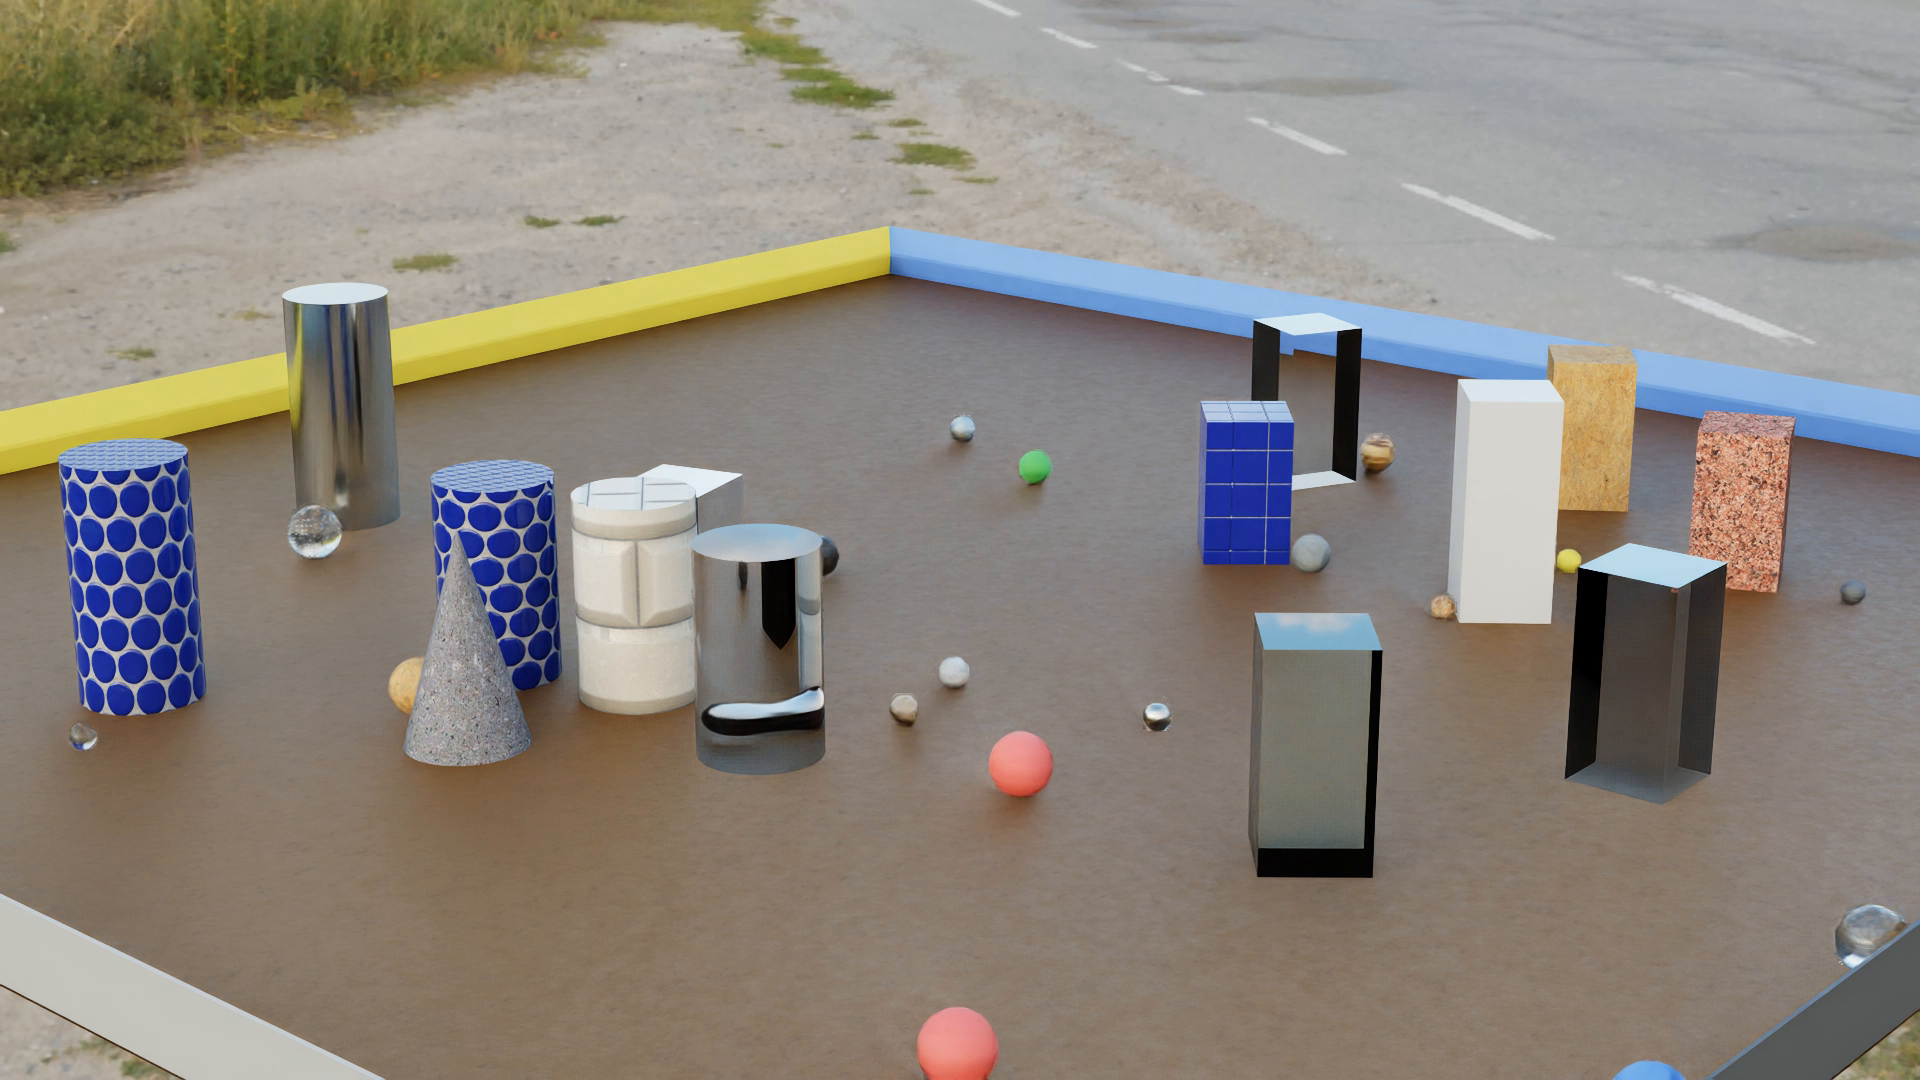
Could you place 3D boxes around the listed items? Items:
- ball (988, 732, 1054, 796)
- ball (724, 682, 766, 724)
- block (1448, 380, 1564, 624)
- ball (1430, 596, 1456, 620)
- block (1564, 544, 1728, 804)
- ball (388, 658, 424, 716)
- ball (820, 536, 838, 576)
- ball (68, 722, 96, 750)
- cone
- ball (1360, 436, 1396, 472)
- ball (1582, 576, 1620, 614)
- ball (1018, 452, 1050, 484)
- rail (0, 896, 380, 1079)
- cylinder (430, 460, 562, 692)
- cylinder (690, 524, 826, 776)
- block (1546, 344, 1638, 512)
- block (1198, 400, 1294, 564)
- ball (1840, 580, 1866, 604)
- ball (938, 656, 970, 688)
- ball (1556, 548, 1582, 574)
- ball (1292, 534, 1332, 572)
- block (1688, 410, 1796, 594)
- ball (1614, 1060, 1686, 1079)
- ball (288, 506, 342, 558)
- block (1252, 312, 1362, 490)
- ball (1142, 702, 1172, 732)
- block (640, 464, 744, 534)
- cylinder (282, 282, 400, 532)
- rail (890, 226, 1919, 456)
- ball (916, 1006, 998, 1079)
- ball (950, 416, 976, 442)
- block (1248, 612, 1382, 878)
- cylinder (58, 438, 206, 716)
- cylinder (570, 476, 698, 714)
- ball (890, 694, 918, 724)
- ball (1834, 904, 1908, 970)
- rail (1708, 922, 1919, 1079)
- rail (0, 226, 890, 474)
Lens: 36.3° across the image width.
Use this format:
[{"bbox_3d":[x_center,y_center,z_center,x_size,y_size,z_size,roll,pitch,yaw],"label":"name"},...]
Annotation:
[{"bbox_3d":[0.088,0.322,4.217,0.093,0.093,0.093,0,17,0],"label":"ball"},{"bbox_3d":[-0.331,0.250,4.504,0.065,0.065,0.065,0,17,0],"label":"ball"},{"bbox_3d":[0.927,-0.066,4.996,0.155,0.387,0.155,0,17,2],"label":"block"},{"bbox_3d":[0.822,0.115,4.992,0.042,0.042,0.042,0,17,0],"label":"ball"},{"bbox_3d":[0.993,0.192,4.248,0.155,0.325,0.155,13,21,38],"label":"block"},{"bbox_3d":[-0.836,0.227,4.534,0.092,0.092,0.092,0,17,0],"label":"ball"},{"bbox_3d":[-0.254,0.029,5.222,0.075,0.075,0.075,0,17,0],"label":"ball"},{"bbox_3d":[-1.317,0.295,4.399,0.041,0.041,0.041,0,17,0],"label":"ball"},{"bbox_3d":[-0.744,0.145,4.381,0.194,0.338,0.194,0,17,0],"label":"cone"},{"bbox_3d":[0.839,-0.174,5.898,0.072,0.072,0.072,0,17,0],"label":"ball"},{"bbox_3d":[1.097,0.095,5.019,0.065,0.065,0.065,0,17,0],"label":"ball"},{"bbox_3d":[0.148,-0.144,5.813,0.064,0.064,0.064,0,17,0],"label":"ball"},{"bbox_3d":[-1.279,0.457,3.710,3.926,0.126,0.045,14,22,39],"label":"rail"},{"bbox_3d":[-0.740,0.056,4.688,0.194,0.330,0.194,0,17,0],"label":"cylinder"},{"bbox_3d":[-0.298,0.160,4.347,0.194,0.328,0.194,0,17,0],"label":"cylinder"},{"bbox_3d":[1.213,-0.218,5.668,0.155,0.289,0.155,2,17,7],"label":"block"},{"bbox_3d":[0.518,-0.105,5.335,0.155,0.265,0.155,0,17,0],"label":"block"},{"bbox_3d":[1.545,0.090,5.074,0.042,0.042,0.042,0,17,0],"label":"ball"},{"bbox_3d":[-0.009,0.211,4.661,0.050,0.050,0.050,0,17,0],"label":"ball"},{"bbox_3d":[1.090,0.038,5.244,0.044,0.044,0.044,0,17,0],"label":"ball"},{"bbox_3d":[0.630,0.023,5.248,0.069,0.069,0.069,0,17,0],"label":"ball"},{"bbox_3d":[1.383,-0.069,5.191,0.155,0.280,0.155,6,18,18],"label":"block"},{"bbox_3d":[0.760,0.620,3.229,0.093,0.093,0.093,0,17,0],"label":"ball"},{"bbox_3d":[-1.173,-0.015,5.329,0.097,0.097,0.097,0,17,0],"label":"ball"},{"bbox_3d":[0.685,-0.276,5.821,0.155,0.313,0.155,-8,18,-24],"label":"block"},{"bbox_3d":[0.301,0.270,4.475,0.044,0.044,0.044,0,17,0],"label":"ball"},{"bbox_3d":[-0.469,0.020,4.949,0.155,0.250,0.155,8,18,24],"label":"block"},{"bbox_3d":[-1.165,-0.252,5.529,0.194,0.434,0.194,0,17,0],"label":"cylinder"},{"bbox_3d":[1.279,-0.394,6.530,3.926,0.126,0.045,14,22,39],"label":"rail"},{"bbox_3d":[-0.003,0.582,3.356,0.094,0.094,0.094,0,17,0],"label":"ball"},{"bbox_3d":[0.005,-0.232,6.121,0.054,0.054,0.054,0,17,0],"label":"ball"},{"bbox_3d":[0.478,0.277,3.970,0.155,0.323,0.155,0,17,1],"label":"block"},{"bbox_3d":[-1.291,0.056,4.580,0.194,0.393,0.194,0,17,0],"label":"cylinder"},{"bbox_3d":[-0.506,0.085,4.592,0.194,0.330,0.194,0,17,0],"label":"cylinder"},{"bbox_3d":[-0.086,0.260,4.510,0.044,0.044,0.044,0,17,0],"label":"ball"},{"bbox_3d":[1.133,0.497,3.643,0.090,0.090,0.090,0,17,0],"label":"ball"},{"bbox_3d":[1.464,0.399,3.903,0.045,0.126,3.949,14,22,39],"label":"rail"},{"bbox_3d":[-1.464,-0.336,6.338,0.045,0.126,3.949,14,22,39],"label":"rail"}]
